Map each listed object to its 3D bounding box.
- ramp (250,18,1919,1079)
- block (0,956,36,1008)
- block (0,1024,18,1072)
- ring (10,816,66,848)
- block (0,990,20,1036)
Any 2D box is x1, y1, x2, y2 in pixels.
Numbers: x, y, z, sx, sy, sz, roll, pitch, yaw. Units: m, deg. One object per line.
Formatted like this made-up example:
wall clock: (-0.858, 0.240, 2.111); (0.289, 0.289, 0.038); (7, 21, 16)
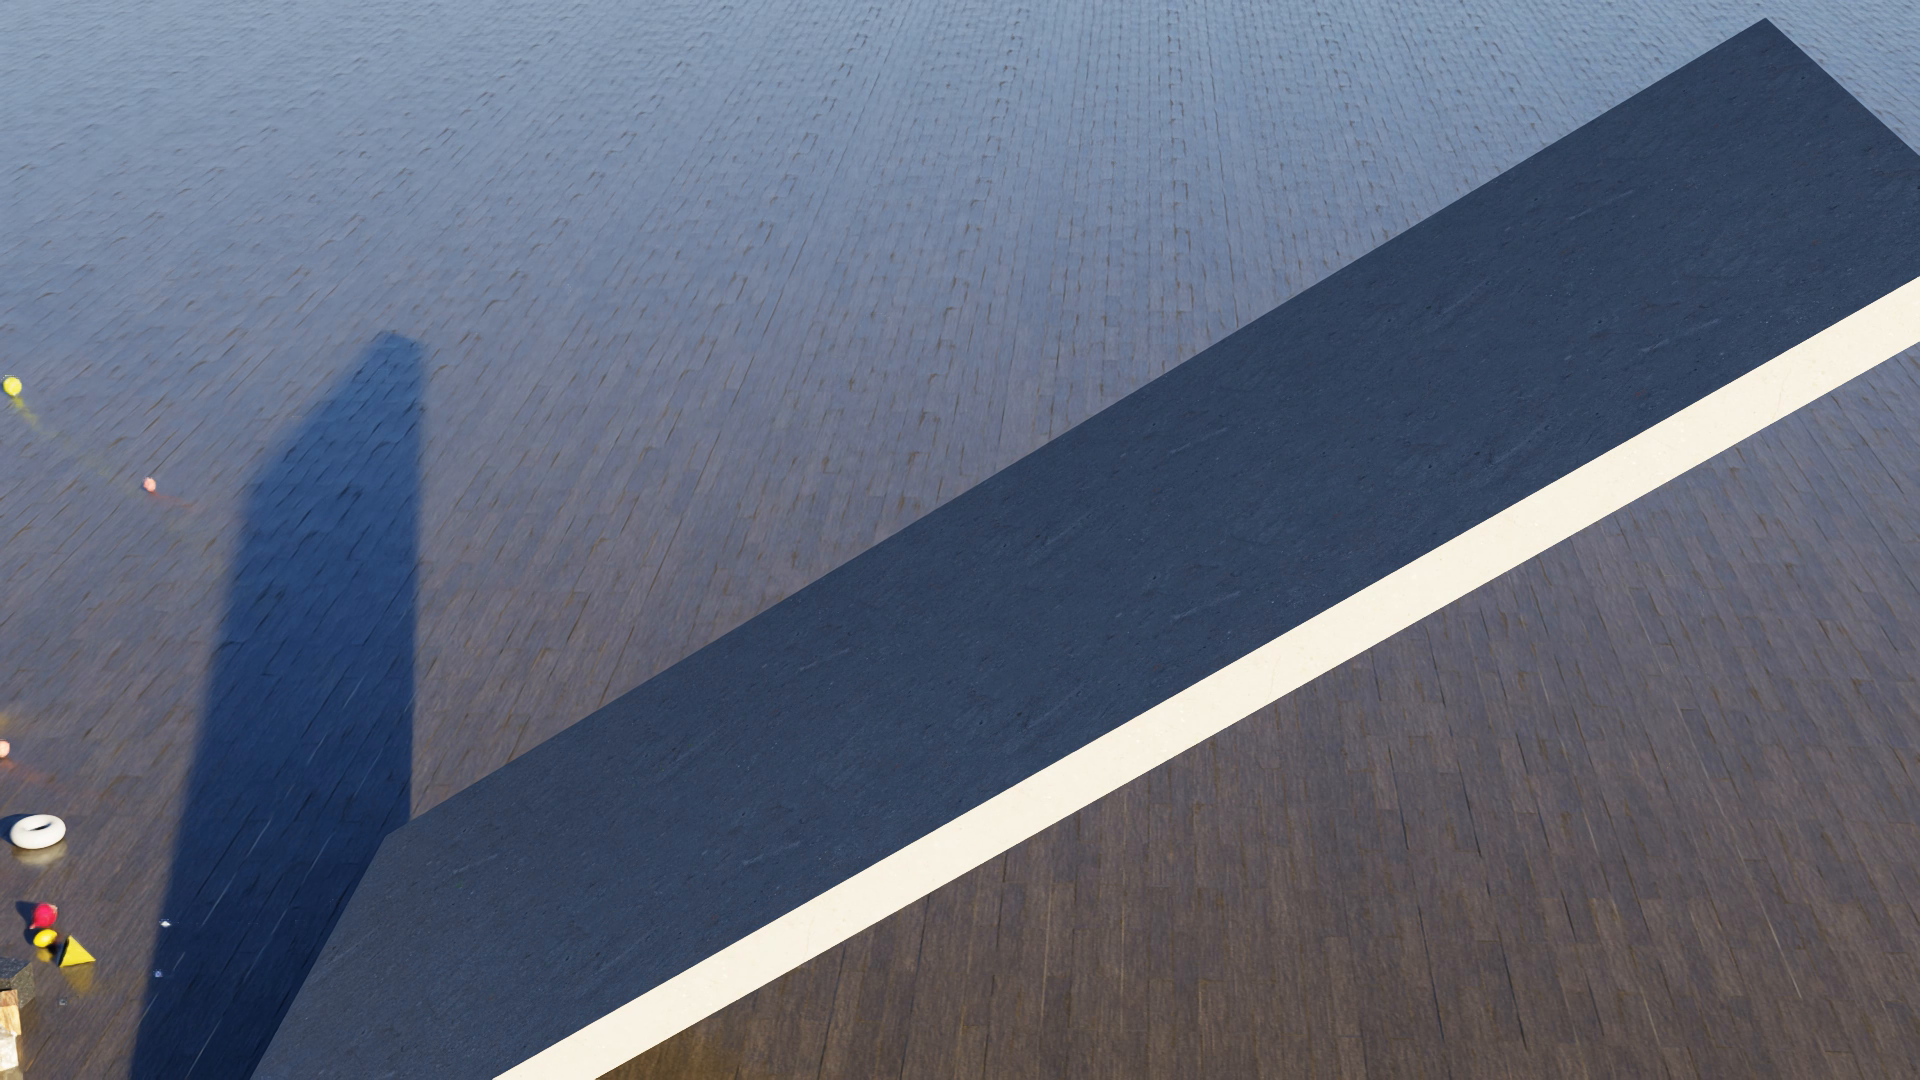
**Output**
ramp: (0.140, 0.170, 6.294); (4.000, 0.100, 2.000); (-30, 15, 14)
block: (-2.275, 1.061, 7.012); (0.093, 0.093, 0.093); (5, 21, 14)
block: (-2.216, 1.169, 6.742); (0.076, 0.076, 0.076); (-17, 26, -38)
ring: (-2.463, 0.778, 7.852); (0.144, 0.048, 0.144); (0, 21, 0)
block: (-2.247, 1.112, 6.895); (0.078, 0.078, 0.078); (-6, 21, -16)
